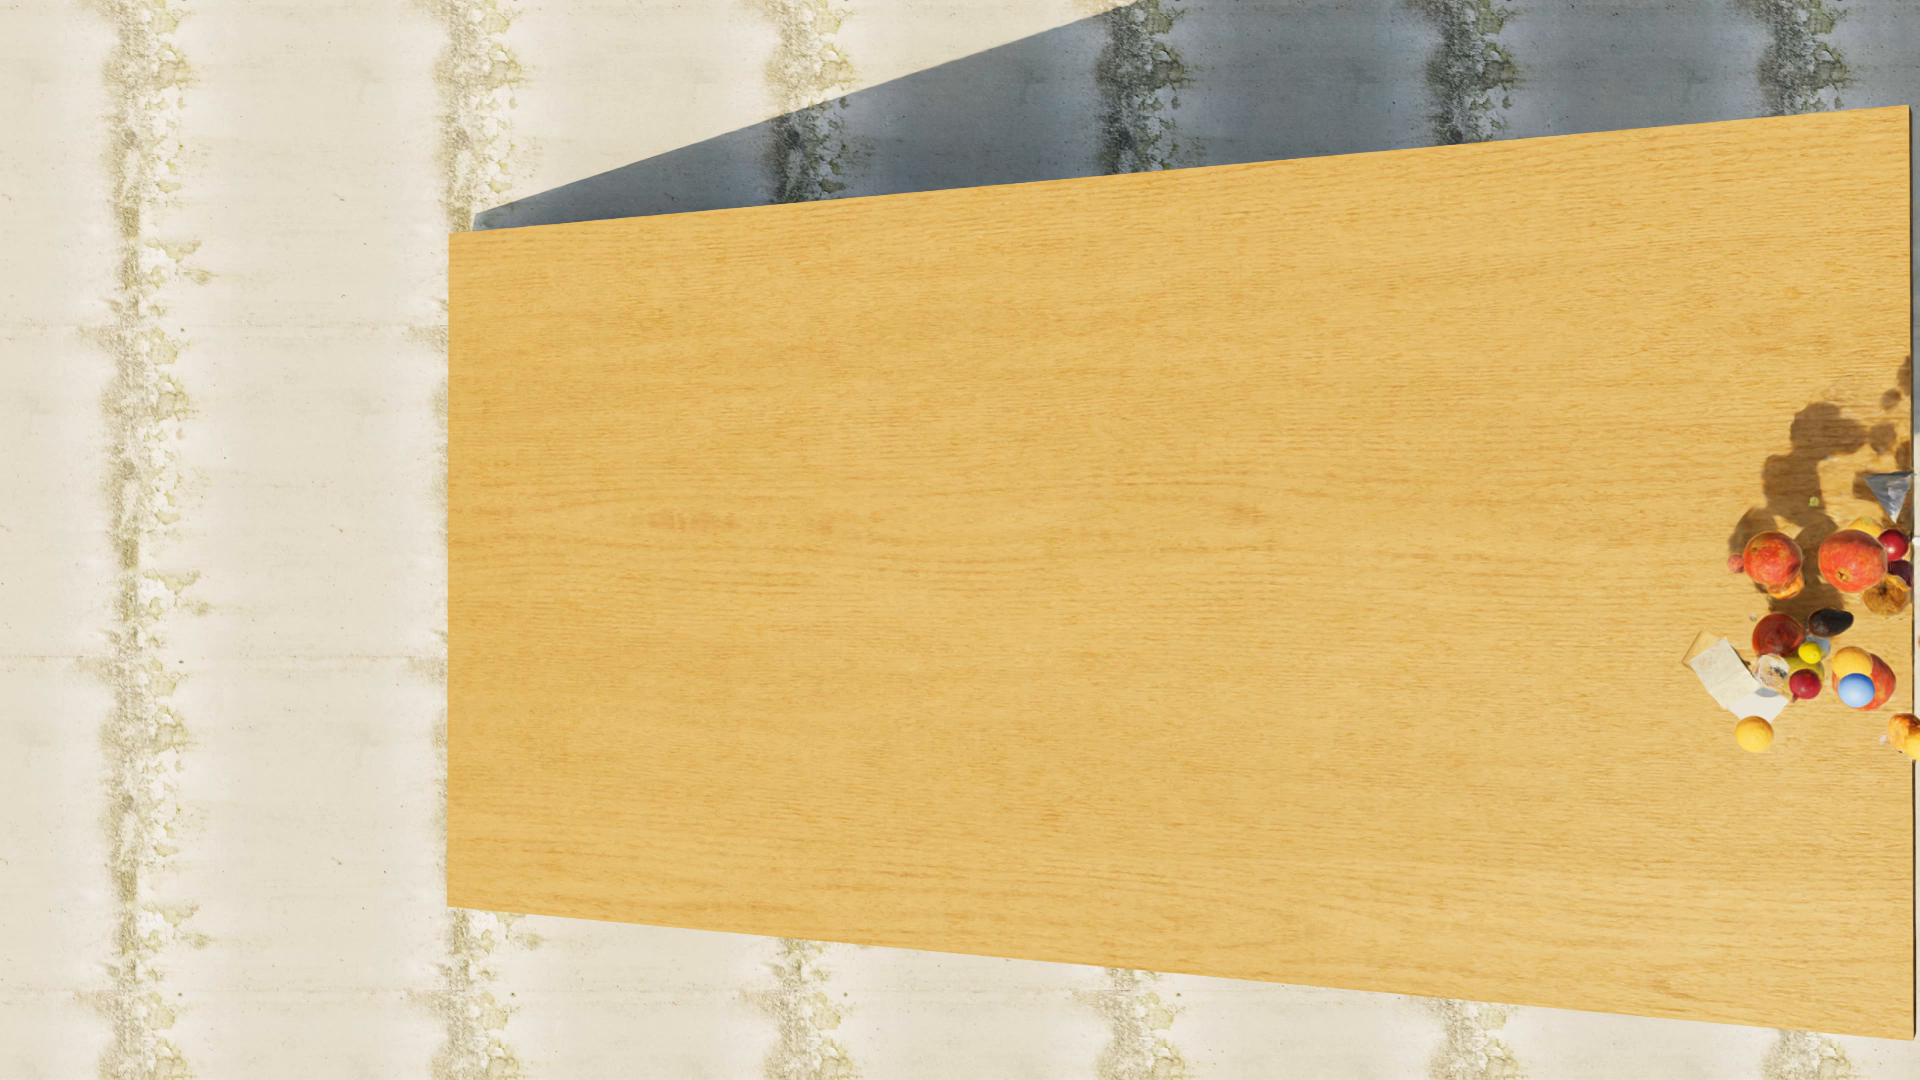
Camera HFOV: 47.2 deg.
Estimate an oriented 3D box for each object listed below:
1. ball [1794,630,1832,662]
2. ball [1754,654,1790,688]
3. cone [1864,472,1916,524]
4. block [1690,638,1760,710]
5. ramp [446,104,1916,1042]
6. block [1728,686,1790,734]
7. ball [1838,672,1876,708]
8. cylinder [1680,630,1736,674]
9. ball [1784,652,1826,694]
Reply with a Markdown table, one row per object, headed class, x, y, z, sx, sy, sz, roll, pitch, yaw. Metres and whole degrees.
| class | x | y | z | sx | sy | sz | roll | pitch | yaw |
| --- | --- | --- | --- | --- | --- | --- | --- | --- | --- |
| ball | 1.830 | 0.229 | 4.718 | 0.075 | 0.075 | 0.075 | 0 | 89 | 0 |
| ball | 1.541 | 0.249 | 4.177 | 0.066 | 0.066 | 0.066 | 0 | 89 | 0 |
| cone | 1.715 | -0.074 | 4.045 | 0.090 | 0.090 | 0.090 | -9 | 96 | 0 |
| block | 1.511 | 0.265 | 4.344 | 0.084 | 0.084 | 0.084 | -37 | 132 | 17 |
| ramp | 0.278 | 0.078 | 5.660 | 4.000 | 0.100 | 2.000 | 0 | 89 | 27 |
| block | 1.614 | 0.326 | 4.481 | 0.086 | 0.086 | 0.086 | 37 | 99 | -3 |
| ball | 1.598 | 0.267 | 3.919 | 0.062 | 0.062 | 0.062 | 0 | 89 | 0 |
| cylinder | 1.546 | 0.240 | 4.544 | 0.079 | 0.079 | 0.079 | 31 | 91 | 0 |
| ball | 1.768 | 0.279 | 4.618 | 0.091 | 0.091 | 0.091 | 0 | 89 | 0 |
